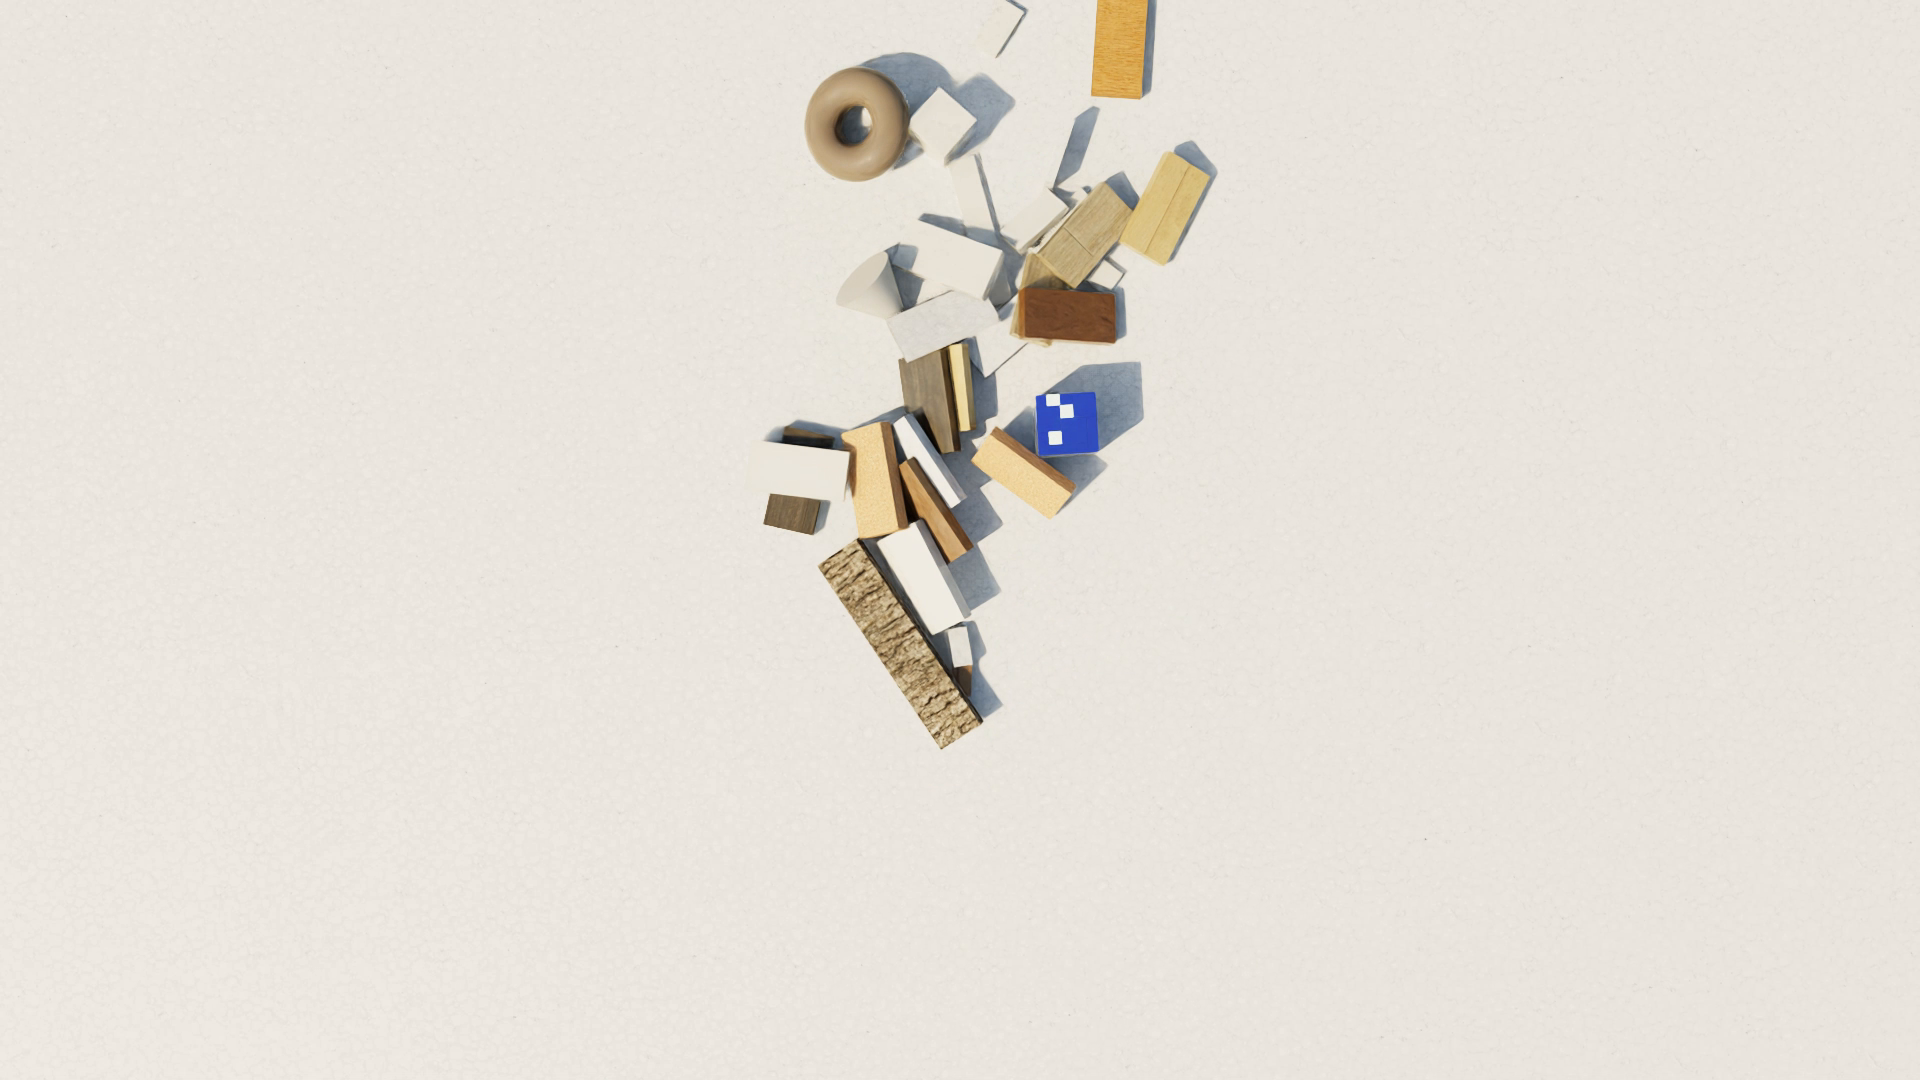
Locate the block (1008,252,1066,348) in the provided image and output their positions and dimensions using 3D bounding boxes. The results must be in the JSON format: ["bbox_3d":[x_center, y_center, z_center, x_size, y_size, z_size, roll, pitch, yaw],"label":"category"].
[{"bbox_3d":[0.262,-0.788,5.430,0.141,0.040,0.282,17,80,-20],"label":"block"}]

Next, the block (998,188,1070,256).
[{"bbox_3d":[0.245,-1.055,5.461,0.217,0.031,0.108,-43,62,0],"label":"block"}]

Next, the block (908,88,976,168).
[{"bbox_3d":[-0.060,-1.353,5.419,0.162,0.162,0.162,41,90,0],"label":"block"}]

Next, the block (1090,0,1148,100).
[{"bbox_3d":[0.529,-1.637,5.477,0.164,0.046,0.328,4,90,0],"label":"block"}]

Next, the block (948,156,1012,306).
[{"bbox_3d":[0.069,-1.023,5.487,0.089,0.025,0.499,-15,90,0],"label":"block"}]

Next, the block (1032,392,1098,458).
[{"bbox_3d":[0.345,-0.374,5.403,0.194,0.194,0.194,-3,90,0],"label":"block"}]

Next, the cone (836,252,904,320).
[{"bbox_3d":[-0.245,-0.784,5.448,0.234,0.234,0.234,-47,117,0],"label":"cone"}]

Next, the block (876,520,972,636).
[{"bbox_3d":[-0.118,0.127,5.428,0.178,0.050,0.355,-27,90,35],"label":"block"}]

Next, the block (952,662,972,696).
[{"bbox_3d":[0.006,0.456,5.480,0.063,0.018,0.126,1,99,-3],"label":"block"}]

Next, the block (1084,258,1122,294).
[{"bbox_3d":[0.443,-0.901,5.487,0.177,0.025,0.089,37,90,0],"label":"block"}]

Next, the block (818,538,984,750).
[{"bbox_3d":[-0.197,0.342,5.455,0.164,0.047,0.734,-34,90,16],"label":"block"}]

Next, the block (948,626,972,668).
[{"bbox_3d":[0.001,0.354,5.460,0.063,0.018,0.126,-9,79,-5],"label":"block"}]

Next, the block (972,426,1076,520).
[{"bbox_3d":[0.208,-0.218,5.422,0.329,0.164,0.047,36,51,0],"label":"block"}]

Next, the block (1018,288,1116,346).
[{"bbox_3d":[0.353,-0.732,5.414,0.328,0.046,0.164,1,86,-21],"label":"block"}]

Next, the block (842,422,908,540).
[{"bbox_3d":[-0.280,-0.194,5.413,0.178,0.050,0.355,-13,85,40],"label":"block"}]

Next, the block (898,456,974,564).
[{"bbox_3d":[-0.124,-0.078,5.427,0.178,0.050,0.356,-34,90,37],"label":"block"}]

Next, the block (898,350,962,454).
[{"bbox_3d":[-0.100,-0.445,5.436,0.167,0.047,0.333,-8,90,32],"label":"block"}]

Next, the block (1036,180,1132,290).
[{"bbox_3d":[0.417,-1.003,5.434,0.164,0.046,0.328,42,82,-15],"label":"block"}]

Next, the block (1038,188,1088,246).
[{"bbox_3d":[0.356,-1.057,5.485,0.217,0.031,0.108,-41,90,0],"label":"block"}]

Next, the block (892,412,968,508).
[{"bbox_3d":[-0.135,-0.235,5.430,0.167,0.047,0.333,-33,91,37],"label":"block"}]

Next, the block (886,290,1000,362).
[{"bbox_3d":[-0.057,-0.719,5.419,0.333,0.047,0.166,-24,57,-5],"label":"block"}]

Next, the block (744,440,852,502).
[{"bbox_3d":[-0.533,-0.226,5.425,0.328,0.047,0.164,7,90,4],"label":"block"}]

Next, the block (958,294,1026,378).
[{"bbox_3d":[0.144,-0.684,5.467,0.282,0.040,0.141,-41,101,0],"label":"block"}]

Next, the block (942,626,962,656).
[{"bbox_3d":[-0.009,0.352,5.491,0.063,0.018,0.126,-18,90,0],"label":"block"}]

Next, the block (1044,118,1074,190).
[{"bbox_3d":[0.327,-1.275,5.446,0.031,0.108,0.217,19,90,0],"label":"block"}]

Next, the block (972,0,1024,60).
[{"bbox_3d":[0.127,-1.702,5.487,0.089,0.025,0.177,33,90,0],"label":"block"}]

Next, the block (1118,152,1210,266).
[{"bbox_3d":[0.675,-1.093,5.450,0.167,0.047,0.334,27,90,-19],"label":"block"}]

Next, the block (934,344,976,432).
[{"bbox_3d":[-0.028,-0.496,5.440,0.141,0.040,0.282,-5,92,35],"label":"block"}]

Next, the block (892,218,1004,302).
[{"bbox_3d":[-0.039,-0.924,5.430,0.334,0.047,0.167,23,88,15],"label":"block"}]

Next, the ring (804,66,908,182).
[{"bbox_3d":[-0.340,-1.359,5.400,0.371,0.124,0.371,3,97,23],"label":"ring"}]

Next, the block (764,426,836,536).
[{"bbox_3d":[-0.534,-0.196,5.476,0.167,0.047,0.334,13,90,0],"label":"block"}]
